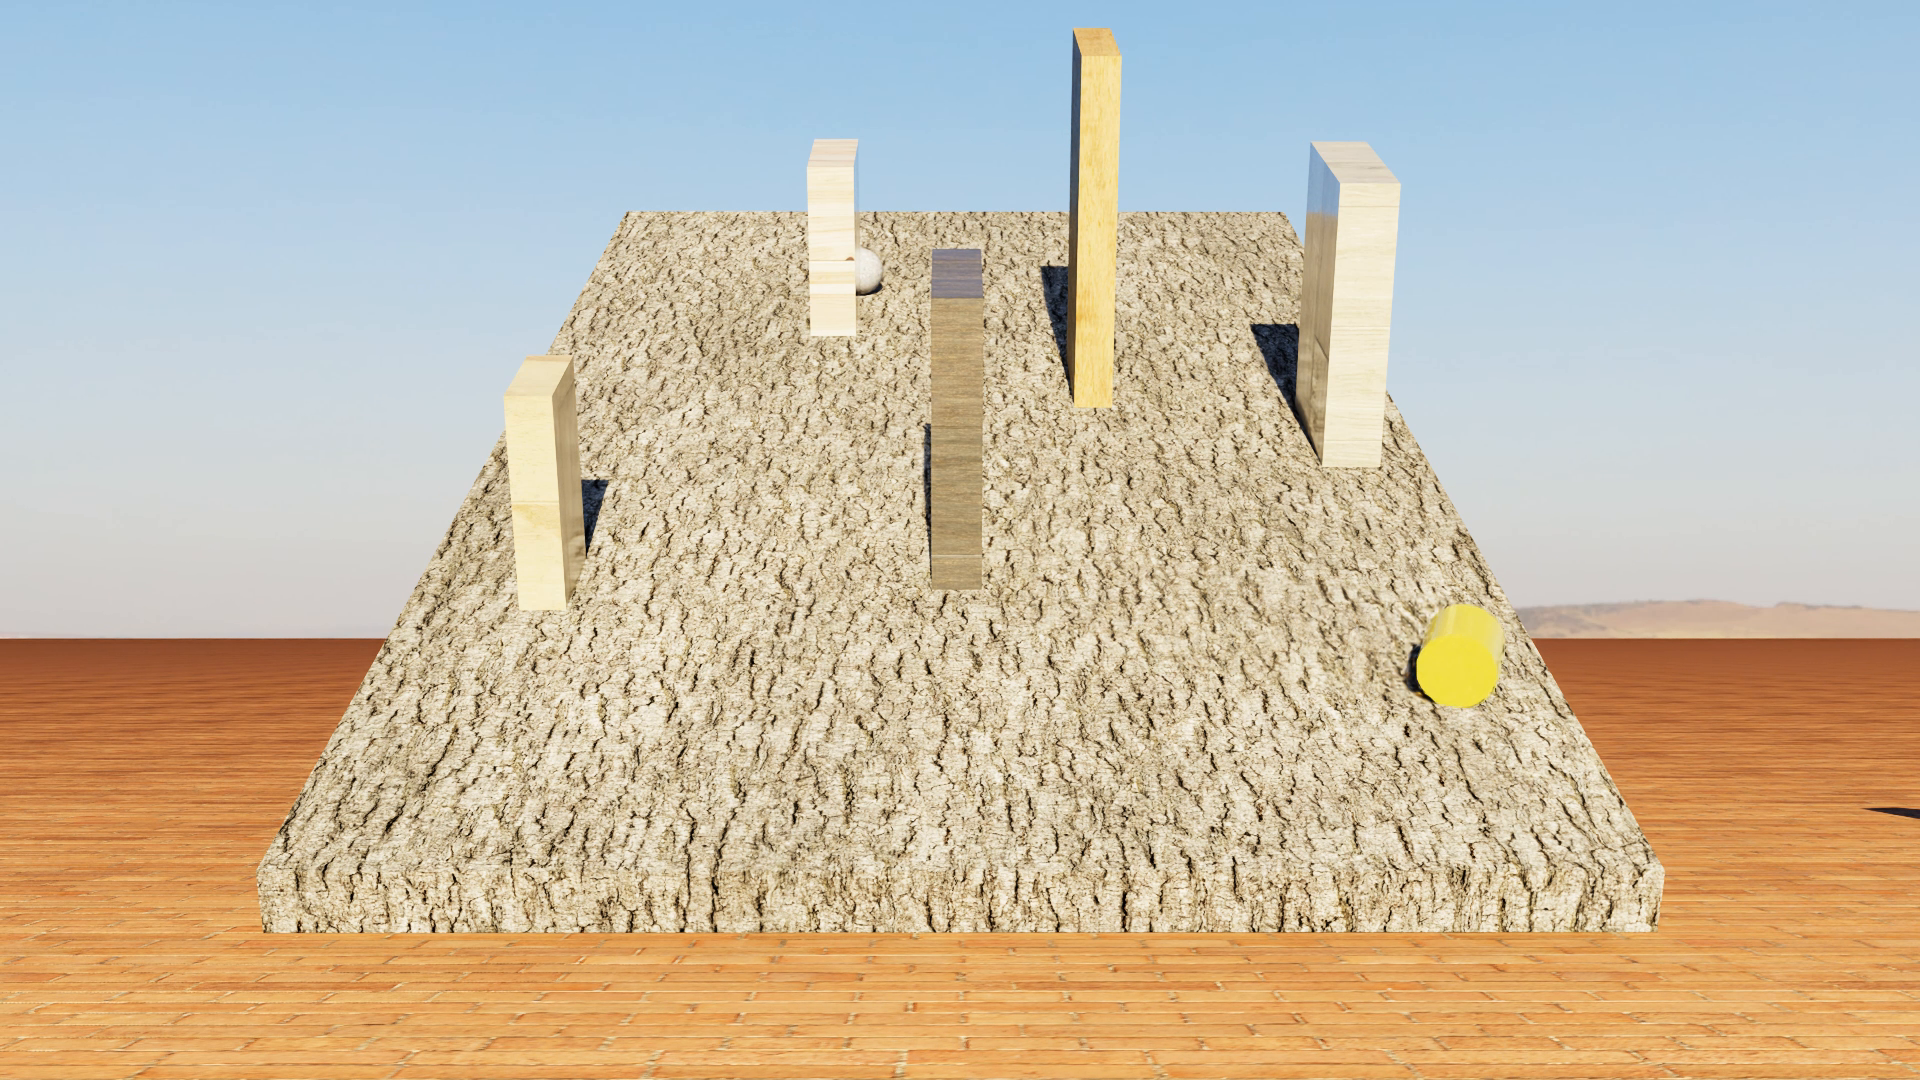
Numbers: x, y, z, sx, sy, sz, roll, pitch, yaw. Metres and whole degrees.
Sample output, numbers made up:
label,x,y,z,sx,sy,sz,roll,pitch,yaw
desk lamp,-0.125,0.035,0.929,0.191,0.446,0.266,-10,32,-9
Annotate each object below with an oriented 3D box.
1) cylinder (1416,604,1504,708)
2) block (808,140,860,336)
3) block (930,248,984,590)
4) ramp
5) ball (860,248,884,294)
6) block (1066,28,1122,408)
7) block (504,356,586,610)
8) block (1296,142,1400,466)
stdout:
label,x,y,z,sx,sy,sz,roll,pitch,yaw
cylinder,0.826,0.191,3.783,0.130,0.130,0.130,-1,20,19
block,-0.317,-0.771,5.808,0.113,0.426,0.333,0,22,0
block,-0.006,-0.229,4.268,0.092,0.553,0.349,0,22,0
ramp,-0.006,-0.218,5.128,2.000,0.100,4.000,0,22,0
ball,-0.265,-0.713,6.076,0.122,0.122,0.122,0,-2,0
block,0.302,-0.740,5.235,0.085,0.792,0.382,0,22,0
block,-0.750,-0.106,4.156,0.084,0.404,0.243,0,22,0
block,0.825,-0.512,4.914,0.122,0.606,0.412,0,22,0
